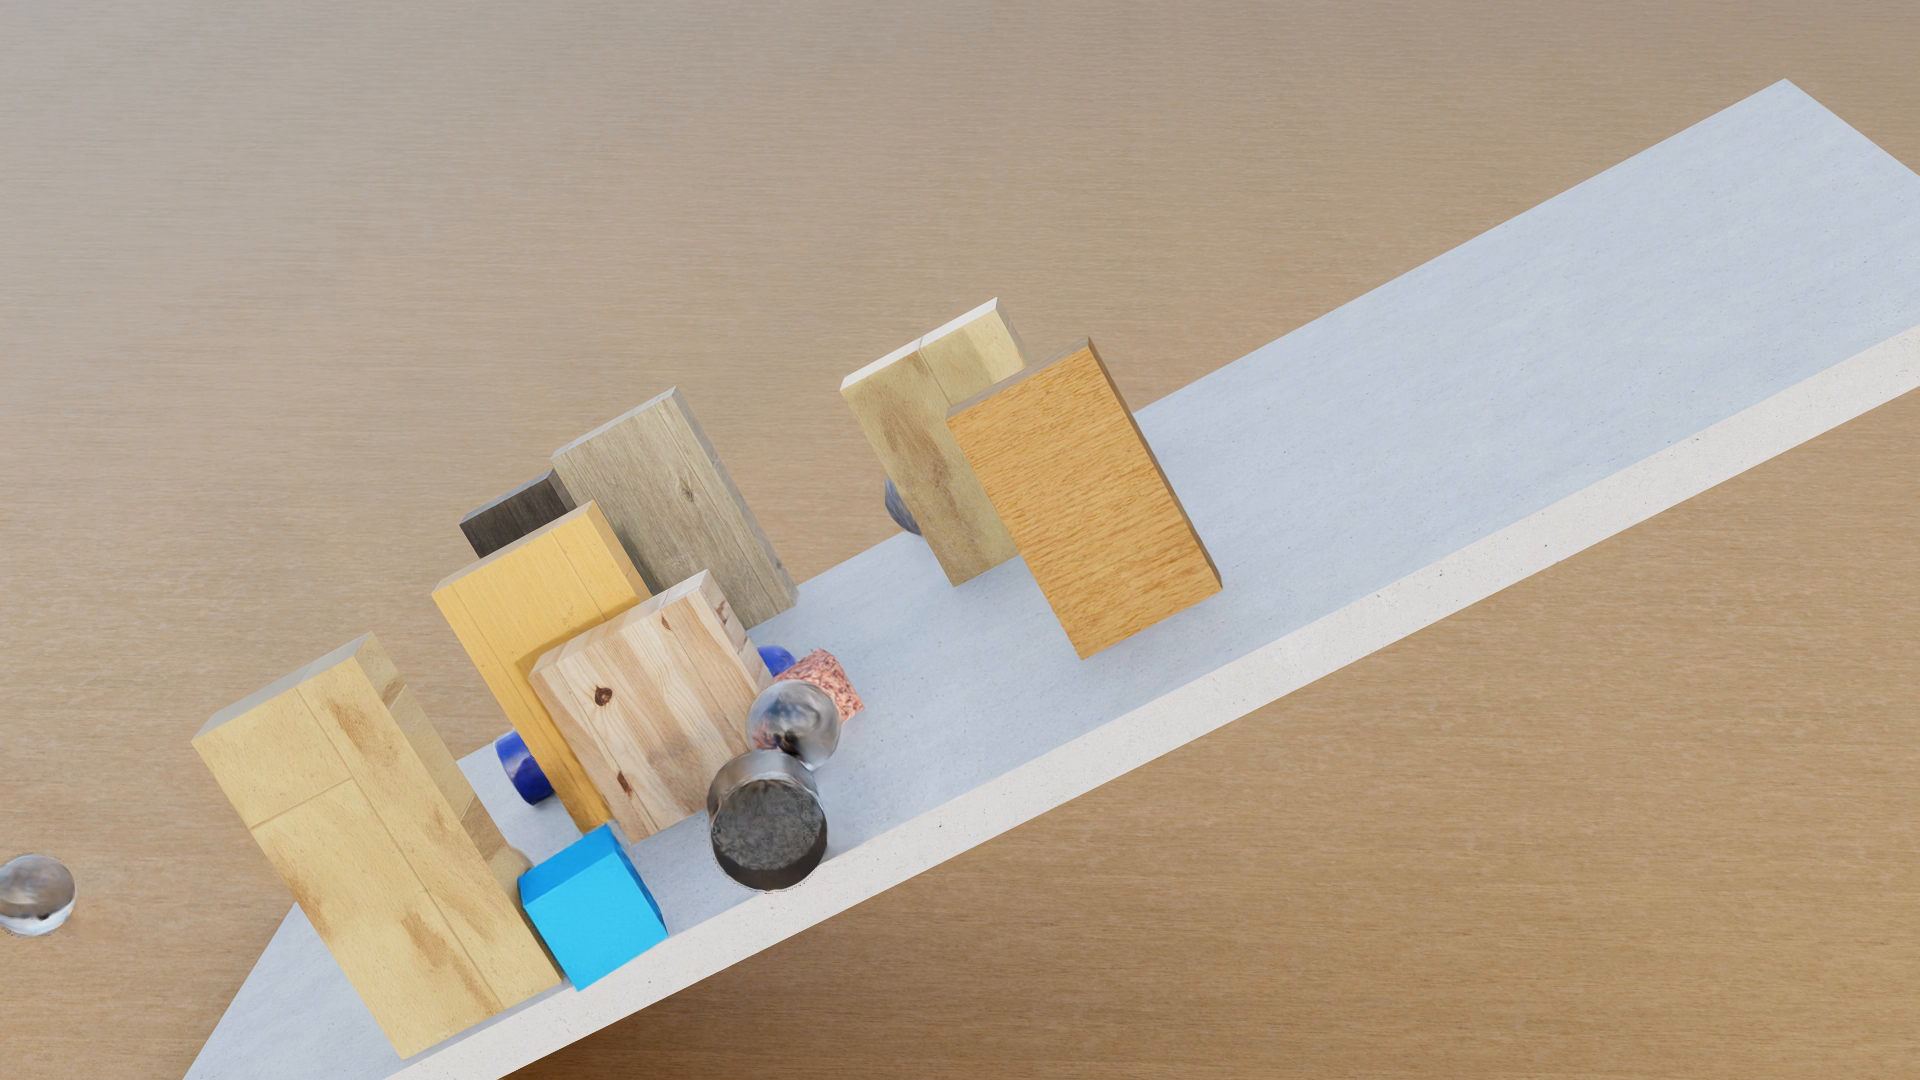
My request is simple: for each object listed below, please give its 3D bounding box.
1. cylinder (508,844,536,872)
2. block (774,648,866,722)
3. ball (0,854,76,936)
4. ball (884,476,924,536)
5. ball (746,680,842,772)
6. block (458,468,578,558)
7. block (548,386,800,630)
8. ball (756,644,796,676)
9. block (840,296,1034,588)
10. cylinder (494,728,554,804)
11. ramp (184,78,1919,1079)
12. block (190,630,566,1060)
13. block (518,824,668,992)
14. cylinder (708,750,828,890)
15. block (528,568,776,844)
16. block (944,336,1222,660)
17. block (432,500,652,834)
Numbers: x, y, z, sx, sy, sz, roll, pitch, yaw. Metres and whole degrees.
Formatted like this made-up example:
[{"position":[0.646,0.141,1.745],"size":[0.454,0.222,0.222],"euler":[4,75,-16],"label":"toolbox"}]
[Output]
[{"position":[-0.954,0.730,5.904],"size":[0.197,0.197,0.197],"euler":[0,16,-1],"label":"cylinder"},{"position":[-0.298,0.321,6.156],"size":[0.127,0.127,0.127],"euler":[-32,14,-10],"label":"block"},{"position":[-2.242,0.858,7.112],"size":[0.200,0.200,0.200],"euler":[0,18,0],"label":"ball"},{"position":[-0.079,-0.113,7.058],"size":[0.207,0.207,0.207],"euler":[0,18,0],"label":"ball"},{"position":[-0.334,0.375,5.909],"size":[0.191,0.191,0.191],"euler":[0,18,0],"label":"ball"},{"position":[-0.910,0.157,6.937],"size":[0.243,0.615,0.081],"euler":[-27,14,11],"label":"block"},{"position":[-0.694,-0.030,7.185],"size":[0.346,0.601,0.094],"euler":[-27,14,11],"label":"block"},{"position":[-0.419,0.293,6.499],"size":[0.125,0.125,0.125],"euler":[0,18,0],"label":"ball"},{"position":[0.034,-0.215,6.547],"size":[0.390,0.518,0.114],"euler":[-27,14,11],"label":"block"},{"position":[-0.949,0.490,6.766],"size":[0.176,0.176,0.176],"euler":[-30,19,2],"label":"cylinder"},{"position":[0.141,0.167,6.282],"size":[4.000,0.100,2.000],"euler":[-27,14,11],"label":"ramp"},{"position":[-1.082,0.581,5.558],"size":[0.361,0.739,0.140],"euler":[-27,14,11],"label":"block"},{"position":[-0.690,0.689,5.524],"size":[0.195,0.195,0.195],"euler":[-31,14,-5],"label":"block"},{"position":[-0.355,0.512,5.397],"size":[0.210,0.210,0.210],"euler":[-2,11,-7],"label":"cylinder"},{"position":[-0.599,0.346,6.073],"size":[0.407,0.418,0.136],"euler":[-27,14,11],"label":"block"},{"position":[0.239,-0.077,5.614],"size":[0.305,0.543,0.087],"euler":[-27,14,11],"label":"block"},{"position":[-0.796,0.275,6.293],"size":[0.385,0.620,0.096],"euler":[-27,14,11],"label":"block"}]
